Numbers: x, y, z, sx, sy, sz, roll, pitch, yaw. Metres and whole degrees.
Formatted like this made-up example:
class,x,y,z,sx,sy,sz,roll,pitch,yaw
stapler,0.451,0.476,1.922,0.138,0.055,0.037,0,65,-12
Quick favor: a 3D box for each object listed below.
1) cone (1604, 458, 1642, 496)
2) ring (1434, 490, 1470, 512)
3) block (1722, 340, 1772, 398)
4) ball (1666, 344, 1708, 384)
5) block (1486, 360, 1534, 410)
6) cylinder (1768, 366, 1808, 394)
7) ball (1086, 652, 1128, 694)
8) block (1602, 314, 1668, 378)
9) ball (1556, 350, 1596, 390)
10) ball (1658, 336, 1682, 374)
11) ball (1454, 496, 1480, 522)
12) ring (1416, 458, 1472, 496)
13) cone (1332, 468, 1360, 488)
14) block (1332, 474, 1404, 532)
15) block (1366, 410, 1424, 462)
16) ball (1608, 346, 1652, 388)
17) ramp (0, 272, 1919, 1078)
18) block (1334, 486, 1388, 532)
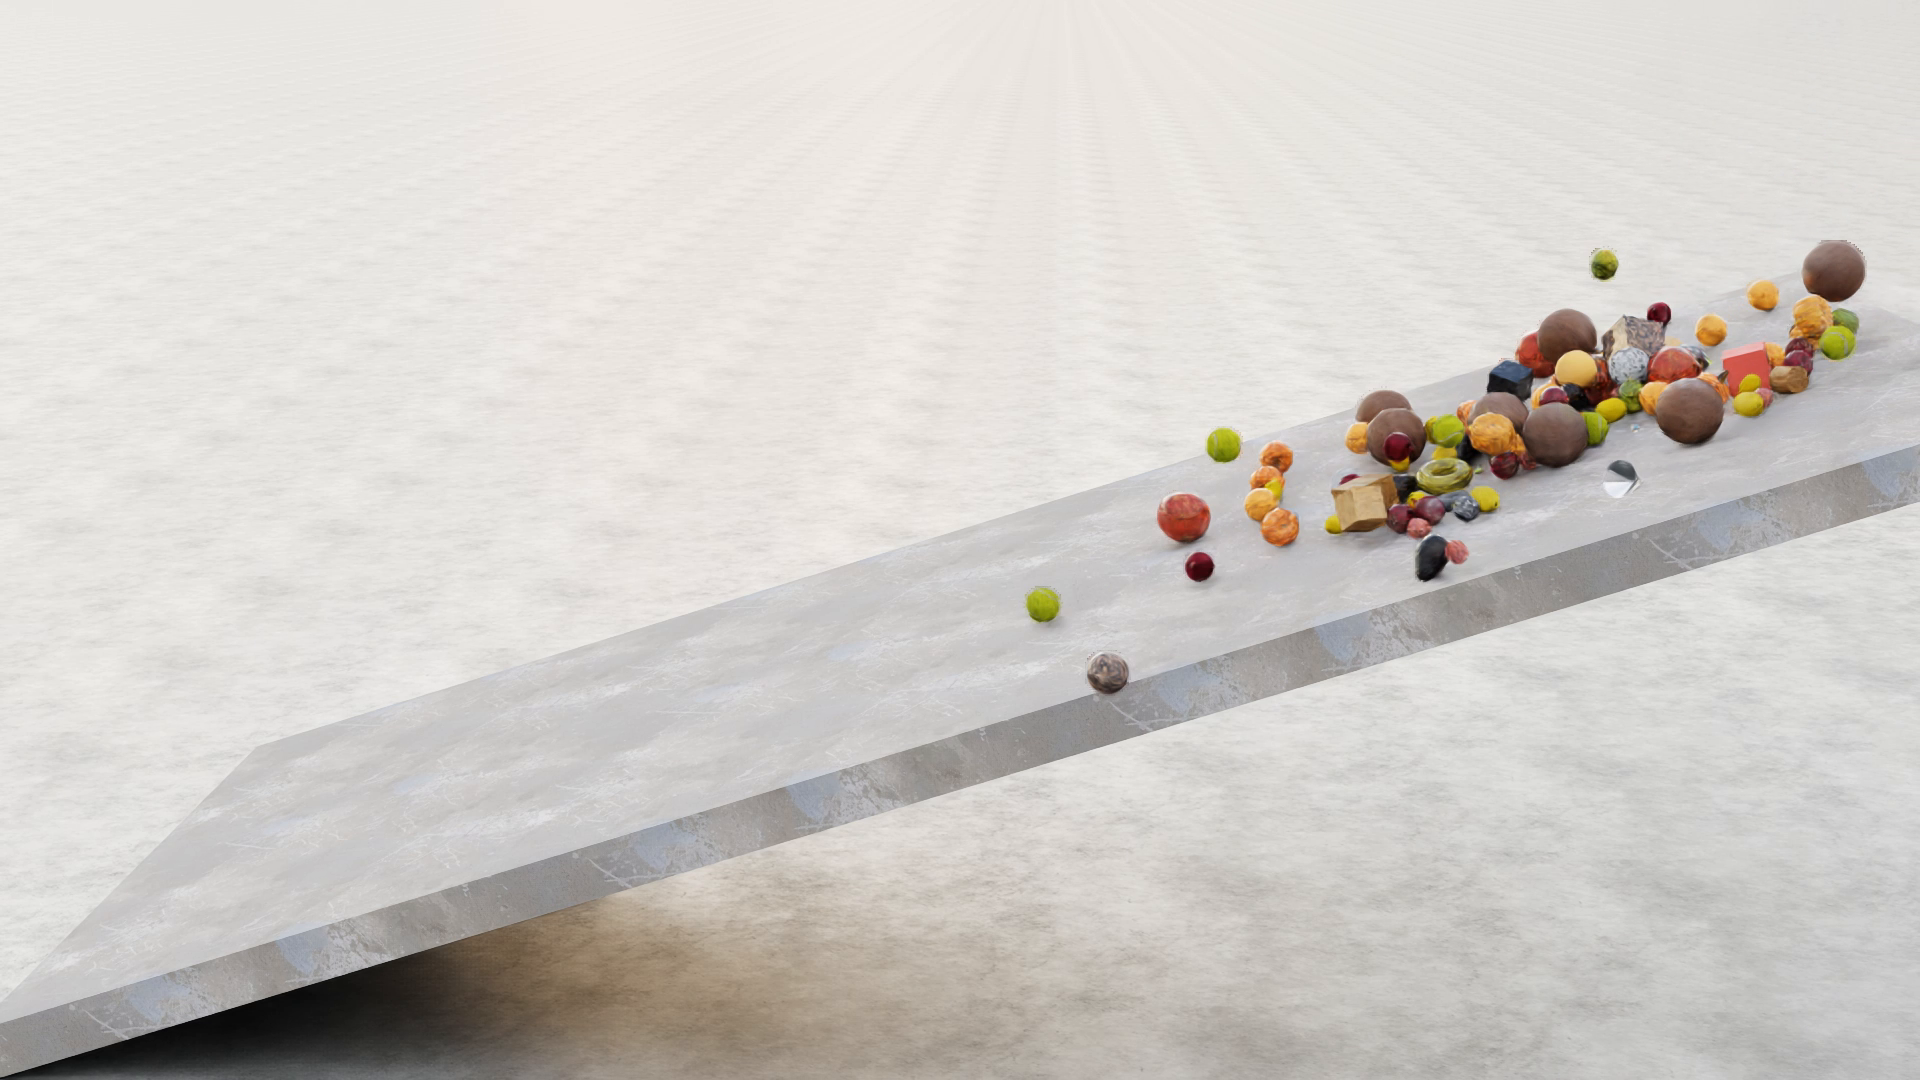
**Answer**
class,x,y,z,sx,sy,sz,roll,pitch,yaw
cone,1.256,-0.110,5.502,0.072,0.072,0.072,11,2,-40
ring,0.976,-0.077,5.826,0.077,0.026,0.077,-16,11,3
block,1.606,-0.347,5.994,0.085,0.085,0.085,-15,11,18
ball,1.543,-0.374,6.237,0.086,0.086,0.086,0,11,0
block,1.229,-0.347,6.572,0.072,0.072,0.072,24,42,31
cylinder,1.650,-0.319,5.858,0.054,0.054,0.054,-5,5,-22
ball,0.264,0.238,5.265,0.077,0.077,0.077,0,11,0
block,1.438,-0.408,6.273,0.094,0.094,0.094,9,-31,-17
ball,1.308,-0.360,6.244,0.086,0.086,0.086,0,11,0
ball,1.535,-0.401,6.378,0.081,0.081,0.081,0,11,0
ball,0.976,-0.061,5.671,0.050,0.050,0.050,0,11,0
ring,0.985,-0.129,5.982,0.117,0.039,0.117,-11,26,6
cone,0.805,-0.099,6.206,0.078,0.078,0.078,-4,-22,-18
block,0.818,-0.075,5.904,0.090,0.090,0.090,-23,12,-27
block,0.959,-0.228,6.481,0.082,0.082,0.082,-12,12,32
ball,1.405,-0.361,6.172,0.088,0.088,0.088,0,11,0
ramp,0.100,0.183,6.311,4.000,0.100,2.000,-17,10,5
block,0.783,-0.061,5.751,0.067,0.067,0.067,-2,-19,-26
